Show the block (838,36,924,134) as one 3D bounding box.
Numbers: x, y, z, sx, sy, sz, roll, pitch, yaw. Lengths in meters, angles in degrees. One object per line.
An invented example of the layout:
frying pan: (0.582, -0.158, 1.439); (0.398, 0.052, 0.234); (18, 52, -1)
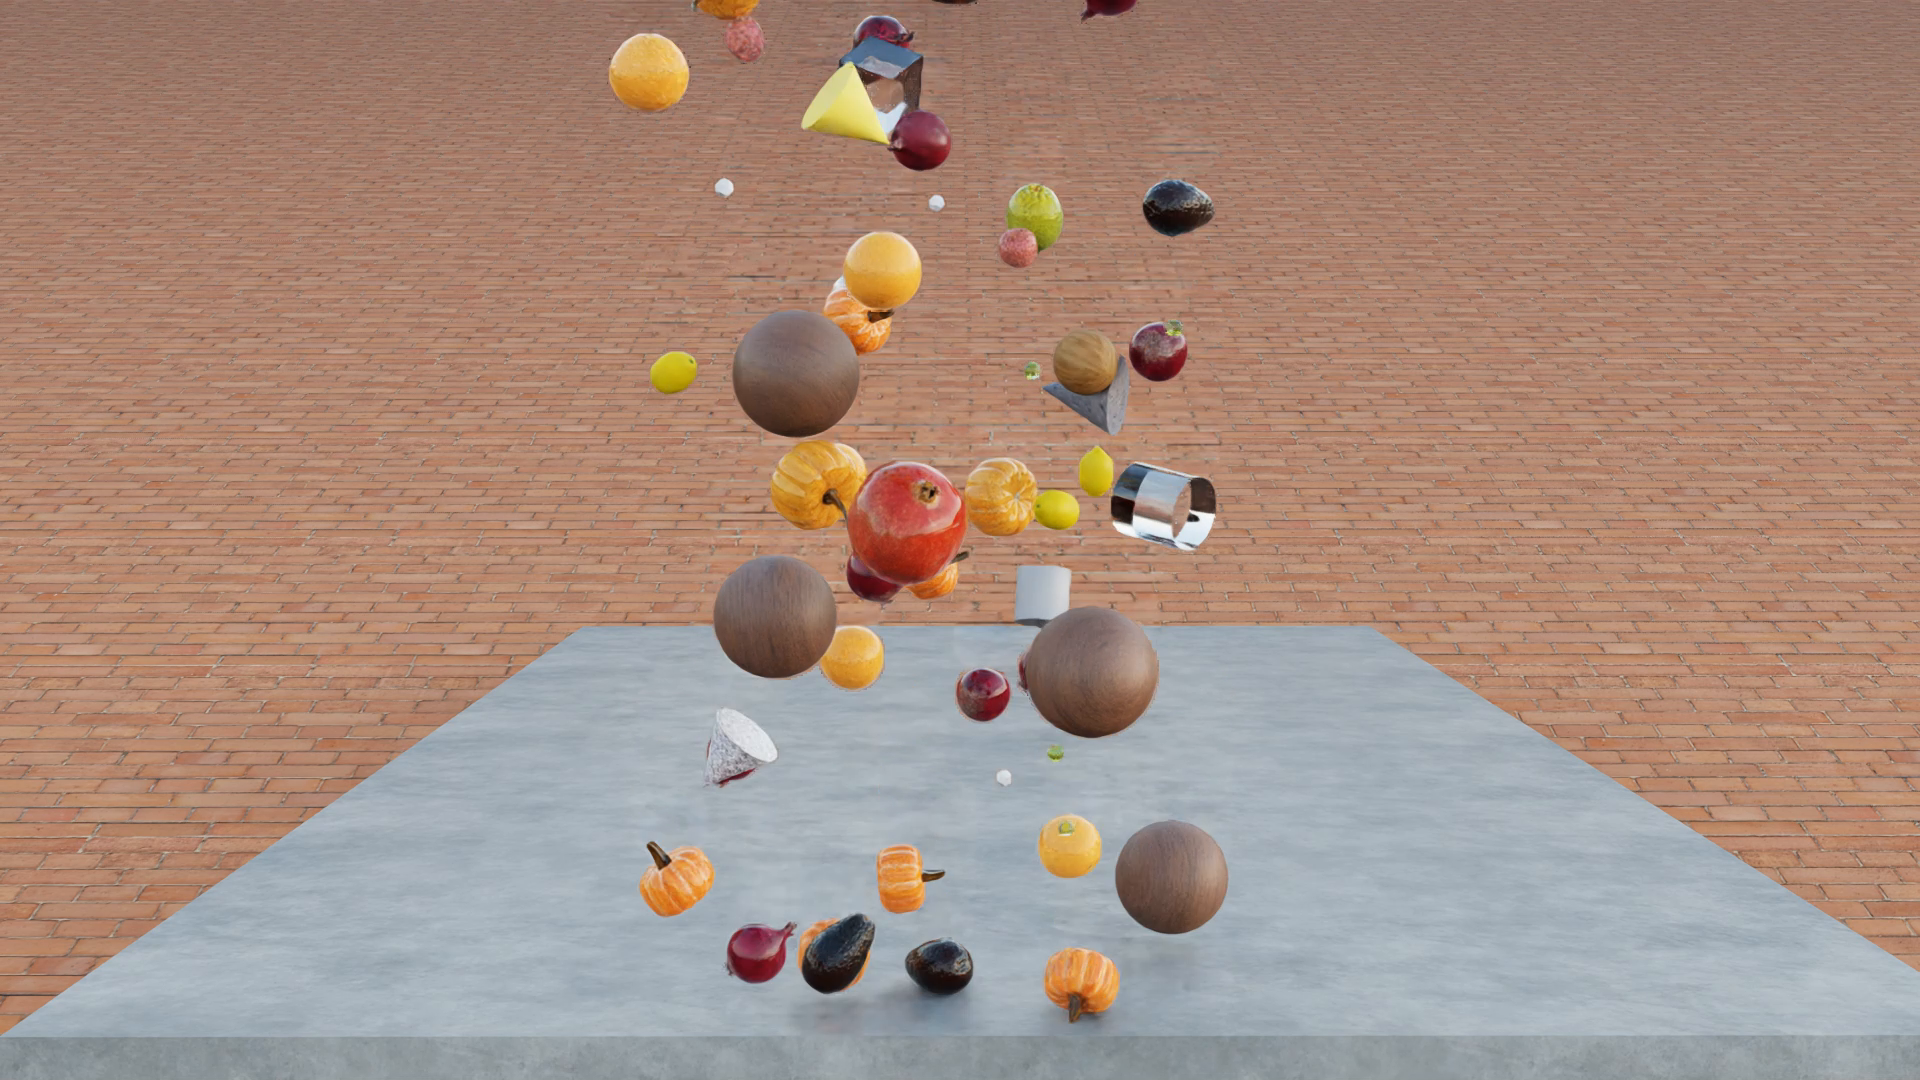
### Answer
block: (-0.082, -0.465, 2.619); (0.063, 0.063, 0.063); (23, 43, 20)

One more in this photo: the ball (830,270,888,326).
ball: (-0.110, -0.265, 2.807); (0.062, 0.062, 0.062); (0, 19, 0)

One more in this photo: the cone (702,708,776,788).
cone: (-0.241, 0.227, 2.629); (0.077, 0.077, 0.077); (37, 16, -12)

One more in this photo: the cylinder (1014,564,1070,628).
cylinder: (0.086, 0.058, 2.667); (0.056, 0.056, 0.056); (3, -11, 1)

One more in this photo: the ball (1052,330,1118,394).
ball: (0.124, -0.176, 2.539); (0.065, 0.065, 0.065); (0, 19, 0)

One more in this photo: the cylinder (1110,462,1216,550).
cylinder: (0.195, -0.032, 2.455); (0.072, 0.072, 0.072); (16, 25, 38)

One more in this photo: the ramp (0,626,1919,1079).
ramp: (0.045, 0.405, 4.538); (2.000, 0.100, 4.000); (0, 4, 0)

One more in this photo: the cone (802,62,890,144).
cone: (-0.095, -0.396, 2.423); (0.077, 0.077, 0.077); (36, 8, -21)

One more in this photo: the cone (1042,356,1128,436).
cone: (0.122, -0.151, 2.612); (0.082, 0.082, 0.082); (8, 21, 17)
